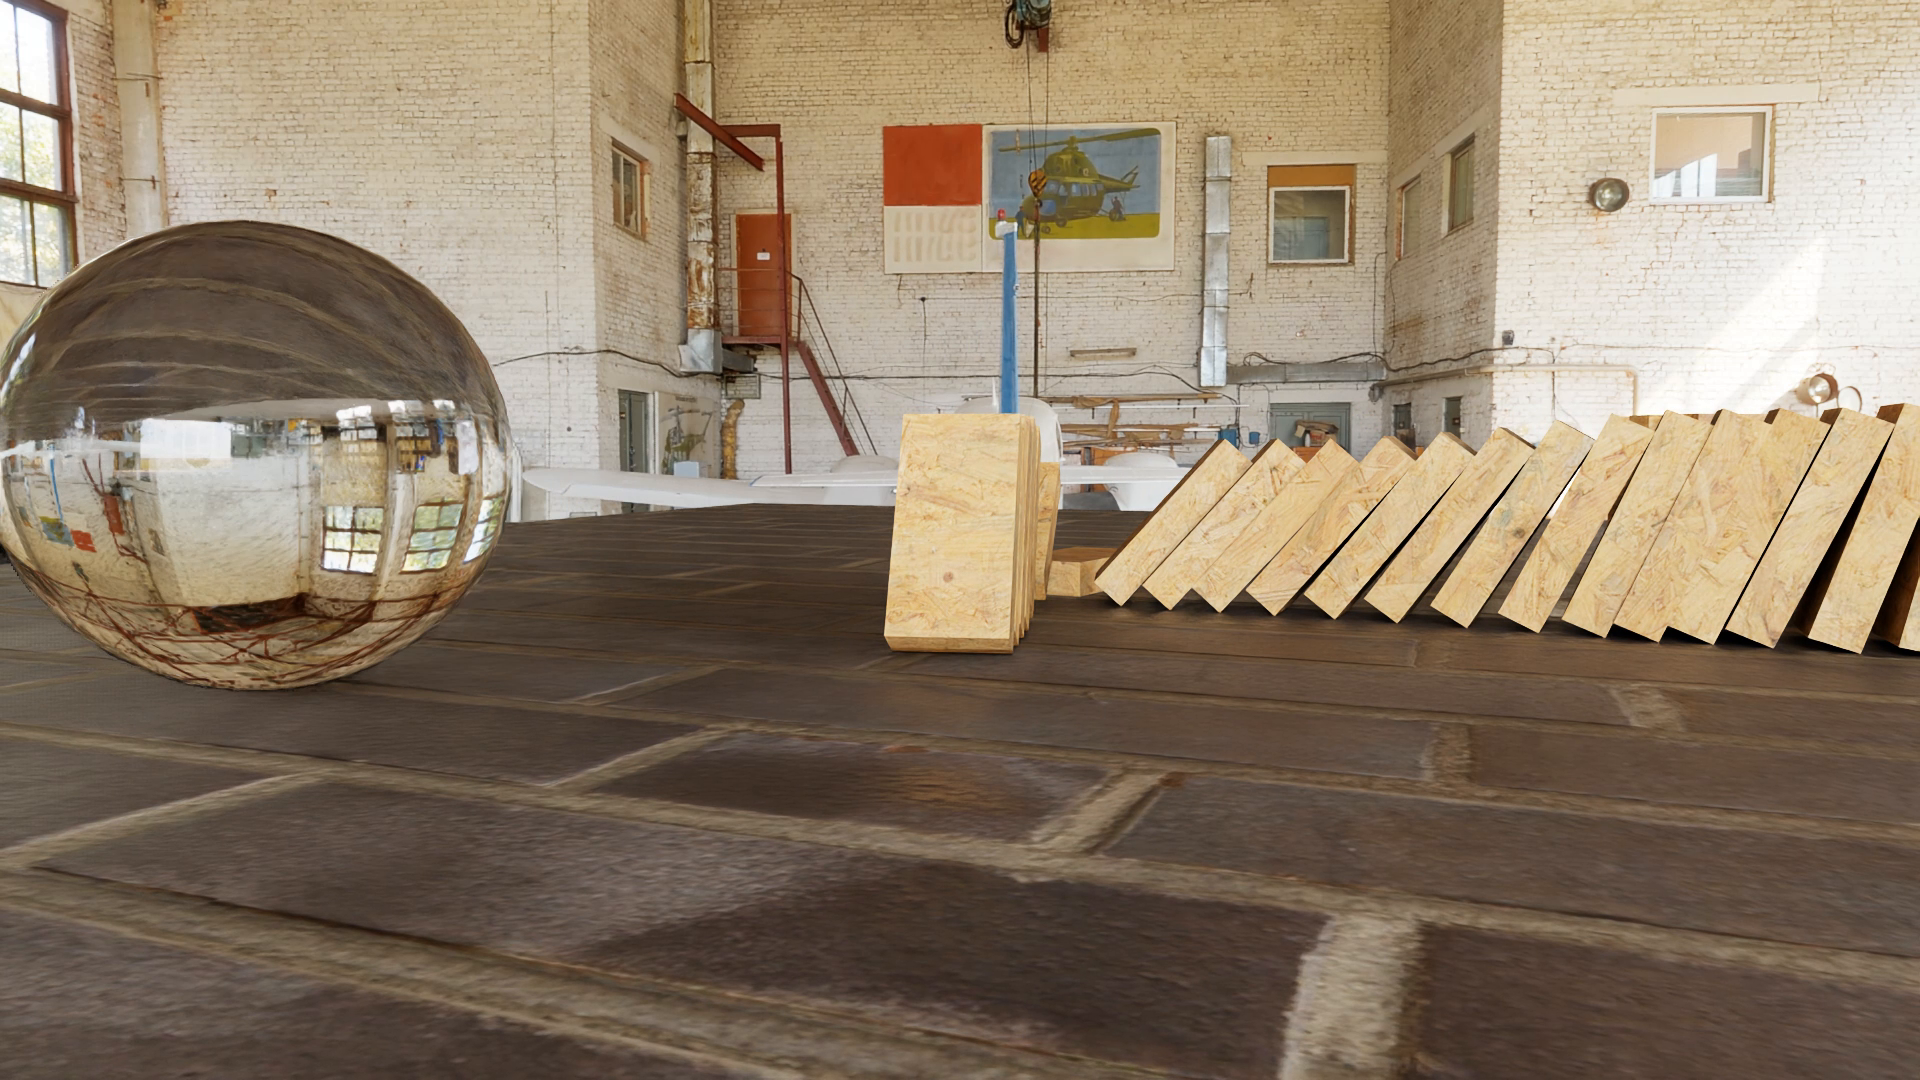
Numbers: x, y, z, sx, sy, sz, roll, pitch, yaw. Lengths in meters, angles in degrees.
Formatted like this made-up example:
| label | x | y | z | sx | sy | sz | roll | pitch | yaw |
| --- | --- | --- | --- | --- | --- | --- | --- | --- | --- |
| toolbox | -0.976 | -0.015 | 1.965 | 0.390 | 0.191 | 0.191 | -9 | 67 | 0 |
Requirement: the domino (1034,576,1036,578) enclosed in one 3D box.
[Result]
| label | x | y | z | sx | sy | sz | roll | pitch | yaw |
| --- | --- | --- | --- | --- | --- | --- | --- | --- | --- |
| domino | 0.007 | -0.006 | 0.335 | 0.025 | 0.050 | 0.009 | 0 | -31 | 7 |

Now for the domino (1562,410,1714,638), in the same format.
| label | x | y | z | sx | sy | sz | roll | pitch | yaw |
| --- | --- | --- | --- | --- | --- | --- | --- | --- | --- |
| domino | 0.152 | -0.004 | 0.289 | 0.009 | 0.050 | 0.025 | 26 | 15 | 24 |

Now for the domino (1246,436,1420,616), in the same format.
| label | x | y | z | sx | sy | sz | roll | pitch | yaw |
| --- | --- | --- | --- | --- | --- | --- | --- | --- | --- |
| domino | 0.094 | -0.004 | 0.322 | 0.009 | 0.050 | 0.025 | 43 | 19 | 15 |

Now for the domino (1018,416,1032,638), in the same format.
| label | x | y | z | sx | sy | sz | roll | pitch | yaw |
| --- | --- | --- | --- | --- | --- | --- | --- | --- | --- |
| domino | 0.003 | -0.004 | 0.289 | 0.025 | 0.050 | 0.010 | 1 | -23 | 8 |

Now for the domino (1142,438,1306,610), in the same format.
| label | x | y | z | sx | sy | sz | roll | pitch | yaw |
| --- | --- | --- | --- | --- | --- | --- | --- | --- | --- |
| domino | 0.069 | -0.005 | 0.336 | 0.010 | 0.050 | 0.025 | 42 | 9 | 4 |

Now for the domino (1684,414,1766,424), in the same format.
| label | x | y | z | sx | sy | sz | roll | pitch | yaw |
| --- | --- | --- | --- | --- | --- | --- | --- | --- | --- |
| domino | 0.193 | -0.007 | 0.325 | 0.025 | 0.050 | 0.010 | -1 | 4 | -11 |

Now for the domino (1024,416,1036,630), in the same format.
| label | x | y | z | sx | sy | sz | roll | pitch | yaw |
| --- | --- | --- | --- | --- | --- | --- | --- | --- | --- |
| domino | 0.004 | -0.004 | 0.299 | 0.025 | 0.050 | 0.010 | 1 | -23 | 8 |

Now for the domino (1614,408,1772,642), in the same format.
| label | x | y | z | sx | sy | sz | roll | pitch | yaw |
| --- | --- | --- | --- | --- | --- | --- | --- | --- | --- |
| domino | 0.160 | -0.004 | 0.282 | 0.010 | 0.050 | 0.025 | 26 | 15 | 24 |

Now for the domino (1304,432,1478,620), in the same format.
| label | x | y | z | sx | sy | sz | roll | pitch | yaw |
| --- | --- | --- | --- | --- | --- | --- | --- | --- | --- |
| domino | 0.107 | -0.004 | 0.316 | 0.010 | 0.050 | 0.025 | 42 | 20 | 17 |

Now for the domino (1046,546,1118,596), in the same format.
| label | x | y | z | sx | sy | sz | roll | pitch | yaw |
| --- | --- | --- | --- | --- | --- | --- | --- | --- | --- |
| domino | 0.036 | 0.009 | 0.385 | 0.025 | 0.010 | 0.050 | 3 | 5 | 31 |

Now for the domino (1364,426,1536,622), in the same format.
| label | x | y | z | sx | sy | sz | roll | pitch | yaw |
| --- | --- | --- | --- | --- | --- | --- | --- | --- | --- |
| domino | 0.119 | -0.004 | 0.309 | 0.010 | 0.050 | 0.025 | 39 | 20 | 19 |

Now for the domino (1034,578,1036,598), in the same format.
| label | x | y | z | sx | sy | sz | roll | pitch | yaw |
| --- | --- | --- | --- | --- | --- | --- | --- | --- | --- |
| domino | 0.008 | -0.004 | 0.354 | 0.025 | 0.009 | 0.050 | -4 | 41 | 5 |

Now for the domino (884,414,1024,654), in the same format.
| label | x | y | z | sx | sy | sz | roll | pitch | yaw |
| --- | --- | --- | --- | --- | --- | --- | --- | --- | --- |
| domino | -0.001 | -0.002 | 0.268 | 0.025 | 0.050 | 0.009 | 1 | -23 | 8 |

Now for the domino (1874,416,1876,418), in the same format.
| label | x | y | z | sx | sy | sz | roll | pitch | yaw |
| --- | --- | --- | --- | --- | --- | --- | --- | --- | --- |
| domino | 0.260 | -0.010 | 0.366 | 0.009 | 0.050 | 0.025 | 4 | 6 | 40 |

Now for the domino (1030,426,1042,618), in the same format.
| label | x | y | z | sx | sy | sz | roll | pitch | yaw |
| --- | --- | --- | --- | --- | --- | --- | --- | --- | --- |
| domino | 0.007 | -0.005 | 0.323 | 0.025 | 0.050 | 0.009 | 1 | -29 | 8 |

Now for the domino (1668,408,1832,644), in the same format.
| label | x | y | z | sx | sy | sz | roll | pitch | yaw |
| --- | --- | --- | --- | --- | --- | --- | --- | --- | --- |
| domino | 0.170 | -0.003 | 0.279 | 0.010 | 0.050 | 0.025 | 26 | 15 | 24 |

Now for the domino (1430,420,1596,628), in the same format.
| label | x | y | z | sx | sy | sz | roll | pitch | yaw |
| --- | --- | --- | --- | --- | --- | --- | --- | --- | --- |
| domino | 0.131 | -0.004 | 0.302 | 0.009 | 0.050 | 0.025 | 35 | 19 | 21 |

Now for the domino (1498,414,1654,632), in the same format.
| label | x | y | z | sx | sy | sz | roll | pitch | yaw |
| --- | --- | --- | --- | --- | --- | --- | --- | --- | --- |
| domino | 0.142 | -0.004 | 0.295 | 0.010 | 0.050 | 0.025 | 30 | 17 | 23 |

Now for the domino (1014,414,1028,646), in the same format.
| label | x | y | z | sx | sy | sz | roll | pitch | yaw |
| --- | --- | --- | --- | --- | --- | --- | --- | --- | --- |
| domino | 0.001 | -0.003 | 0.278 | 0.025 | 0.050 | 0.010 | 1 | -23 | 8 |

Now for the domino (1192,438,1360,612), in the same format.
| label | x | y | z | sx | sy | sz | roll | pitch | yaw |
| --- | --- | --- | --- | --- | --- | --- | --- | --- | --- |
| domino | 0.081 | -0.004 | 0.330 | 0.009 | 0.050 | 0.025 | 43 | 14 | 10 |

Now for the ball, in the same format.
| label | x | y | z | sx | sy | sz | roll | pitch | yaw |
| --- | --- | --- | --- | --- | --- | --- | --- | --- | --- |
| ball | -0.119 | -0.014 | 0.221 | 0.080 | 0.080 | 0.080 | 0 | 4 | 0 |

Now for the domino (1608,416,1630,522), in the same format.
| label | x | y | z | sx | sy | sz | roll | pitch | yaw |
| --- | --- | --- | --- | --- | --- | --- | --- | --- | --- |
| domino | 0.193 | -0.009 | 0.354 | 0.025 | 0.050 | 0.010 | 2 | 5 | 27 |

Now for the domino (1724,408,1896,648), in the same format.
| label | x | y | z | sx | sy | sz | roll | pitch | yaw |
| --- | --- | --- | --- | --- | --- | --- | --- | --- | --- |
| domino | 0.179 | -0.003 | 0.274 | 0.010 | 0.050 | 0.025 | 26 | 15 | 23 |

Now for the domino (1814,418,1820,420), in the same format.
| label | x | y | z | sx | sy | sz | roll | pitch | yaw |
| --- | --- | --- | --- | --- | --- | --- | --- | --- | --- |
| domino | 0.247 | -0.010 | 0.374 | 0.009 | 0.050 | 0.025 | 1 | 5 | 19 |

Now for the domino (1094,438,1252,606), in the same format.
| label | x | y | z | sx | sy | sz | roll | pitch | yaw |
| --- | --- | --- | --- | --- | --- | --- | --- | --- | --- |
| domino | 0.057 | -0.005 | 0.345 | 0.010 | 0.050 | 0.025 | 42 | 8 | 3 |

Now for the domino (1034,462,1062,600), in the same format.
| label | x | y | z | sx | sy | sz | roll | pitch | yaw |
| --- | --- | --- | --- | --- | --- | --- | --- | --- | --- |
| domino | 0.014 | -0.004 | 0.368 | 0.025 | 0.010 | 0.050 | 1 | 40 | 10 |

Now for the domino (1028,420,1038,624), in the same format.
| label | x | y | z | sx | sy | sz | roll | pitch | yaw |
| --- | --- | --- | --- | --- | --- | --- | --- | --- | --- |
| domino | 0.005 | -0.005 | 0.310 | 0.025 | 0.050 | 0.010 | 1 | -23 | 8 |

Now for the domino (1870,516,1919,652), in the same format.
| label | x | y | z | sx | sy | sz | roll | pitch | yaw |
| --- | --- | --- | --- | --- | --- | --- | --- | --- | --- |
| domino | 0.202 | -0.003 | 0.263 | 0.009 | 0.050 | 0.025 | 14 | 9 | 22 |

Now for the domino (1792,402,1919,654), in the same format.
| label | x | y | z | sx | sy | sz | roll | pitch | yaw |
| --- | --- | --- | --- | --- | --- | --- | --- | --- | --- |
| domino | 0.191 | -0.003 | 0.269 | 0.010 | 0.050 | 0.025 | 20 | 12 | 24 |

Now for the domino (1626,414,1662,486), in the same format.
| label | x | y | z | sx | sy | sz | roll | pitch | yaw |
| --- | --- | --- | --- | --- | --- | --- | --- | --- | --- |
| domino | 0.191 | -0.008 | 0.339 | 0.025 | 0.050 | 0.009 | 0 | 4 | -1 |
